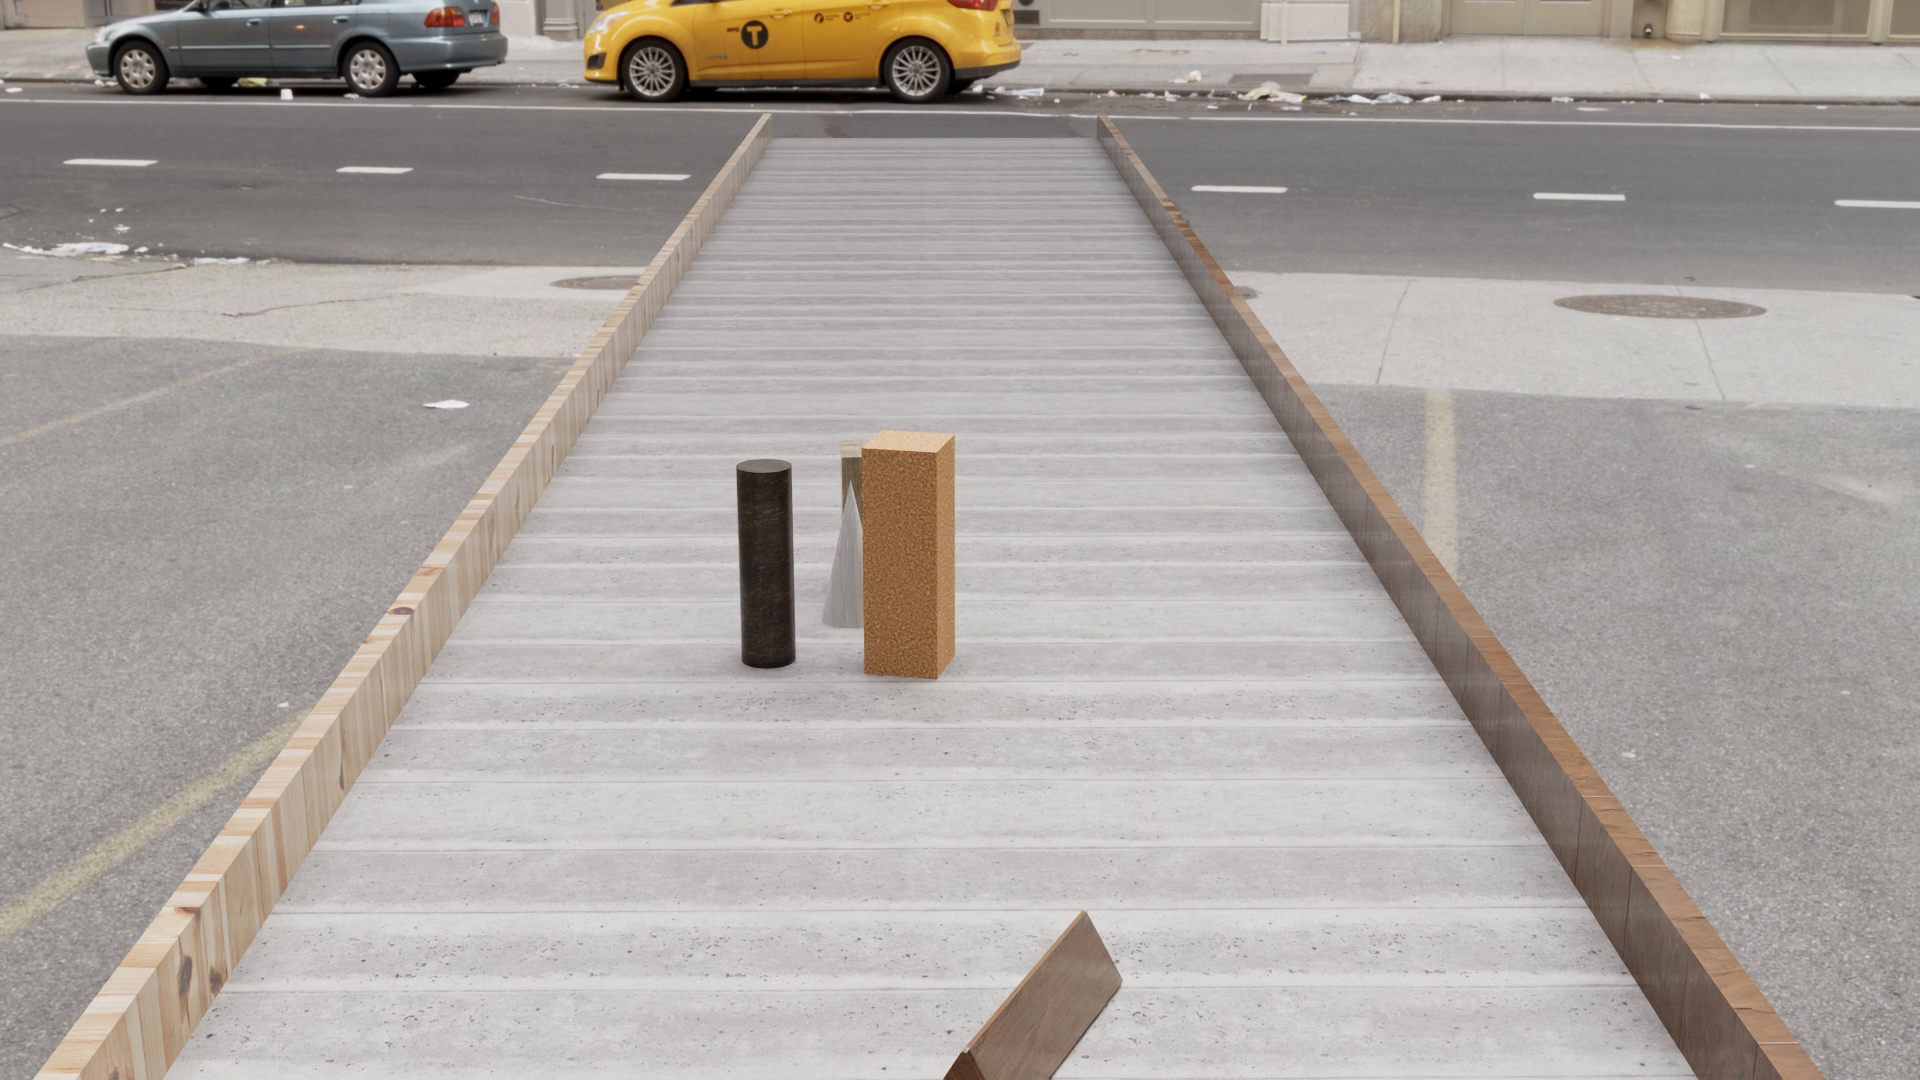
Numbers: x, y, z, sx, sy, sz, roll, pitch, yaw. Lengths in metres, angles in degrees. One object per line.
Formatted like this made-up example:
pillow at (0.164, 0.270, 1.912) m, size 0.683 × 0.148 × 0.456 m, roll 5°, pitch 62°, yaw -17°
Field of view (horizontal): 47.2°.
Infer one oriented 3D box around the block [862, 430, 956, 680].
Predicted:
block at (-0.099, 0.028, 4.328) m, size 0.148 × 0.459 × 0.148 m, roll 4°, pitch 17°, yaw 13°

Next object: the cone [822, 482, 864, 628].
cone at (-0.228, 0.020, 4.625) m, size 0.132 × 0.305 × 0.132 m, roll 0°, pitch 17°, yaw 0°

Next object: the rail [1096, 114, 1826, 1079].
rail at (0.932, -0.844, 7.801) m, size 0.050 × 0.150 × 12.000 m, roll 0°, pitch 17°, yaw -1°

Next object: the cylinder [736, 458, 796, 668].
cylinder at (-0.384, 0.047, 4.363) m, size 0.109 × 0.402 × 0.109 m, roll 0°, pitch 17°, yaw 0°

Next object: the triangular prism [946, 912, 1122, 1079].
triangular prism at (0.090, 0.627, 2.929) m, size 0.117 × 0.101 × 0.428 m, roll 7°, pitch 18°, yaw 23°

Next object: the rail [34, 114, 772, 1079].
rail at (-1.118, -0.838, 7.780) m, size 0.050 × 0.150 × 12.000 m, roll 0°, pitch 17°, yaw -1°

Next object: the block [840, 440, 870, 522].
block at (-0.184, -0.044, 4.806) m, size 0.147 × 0.323 × 0.147 m, roll -1°, pitch 17°, yaw -4°
